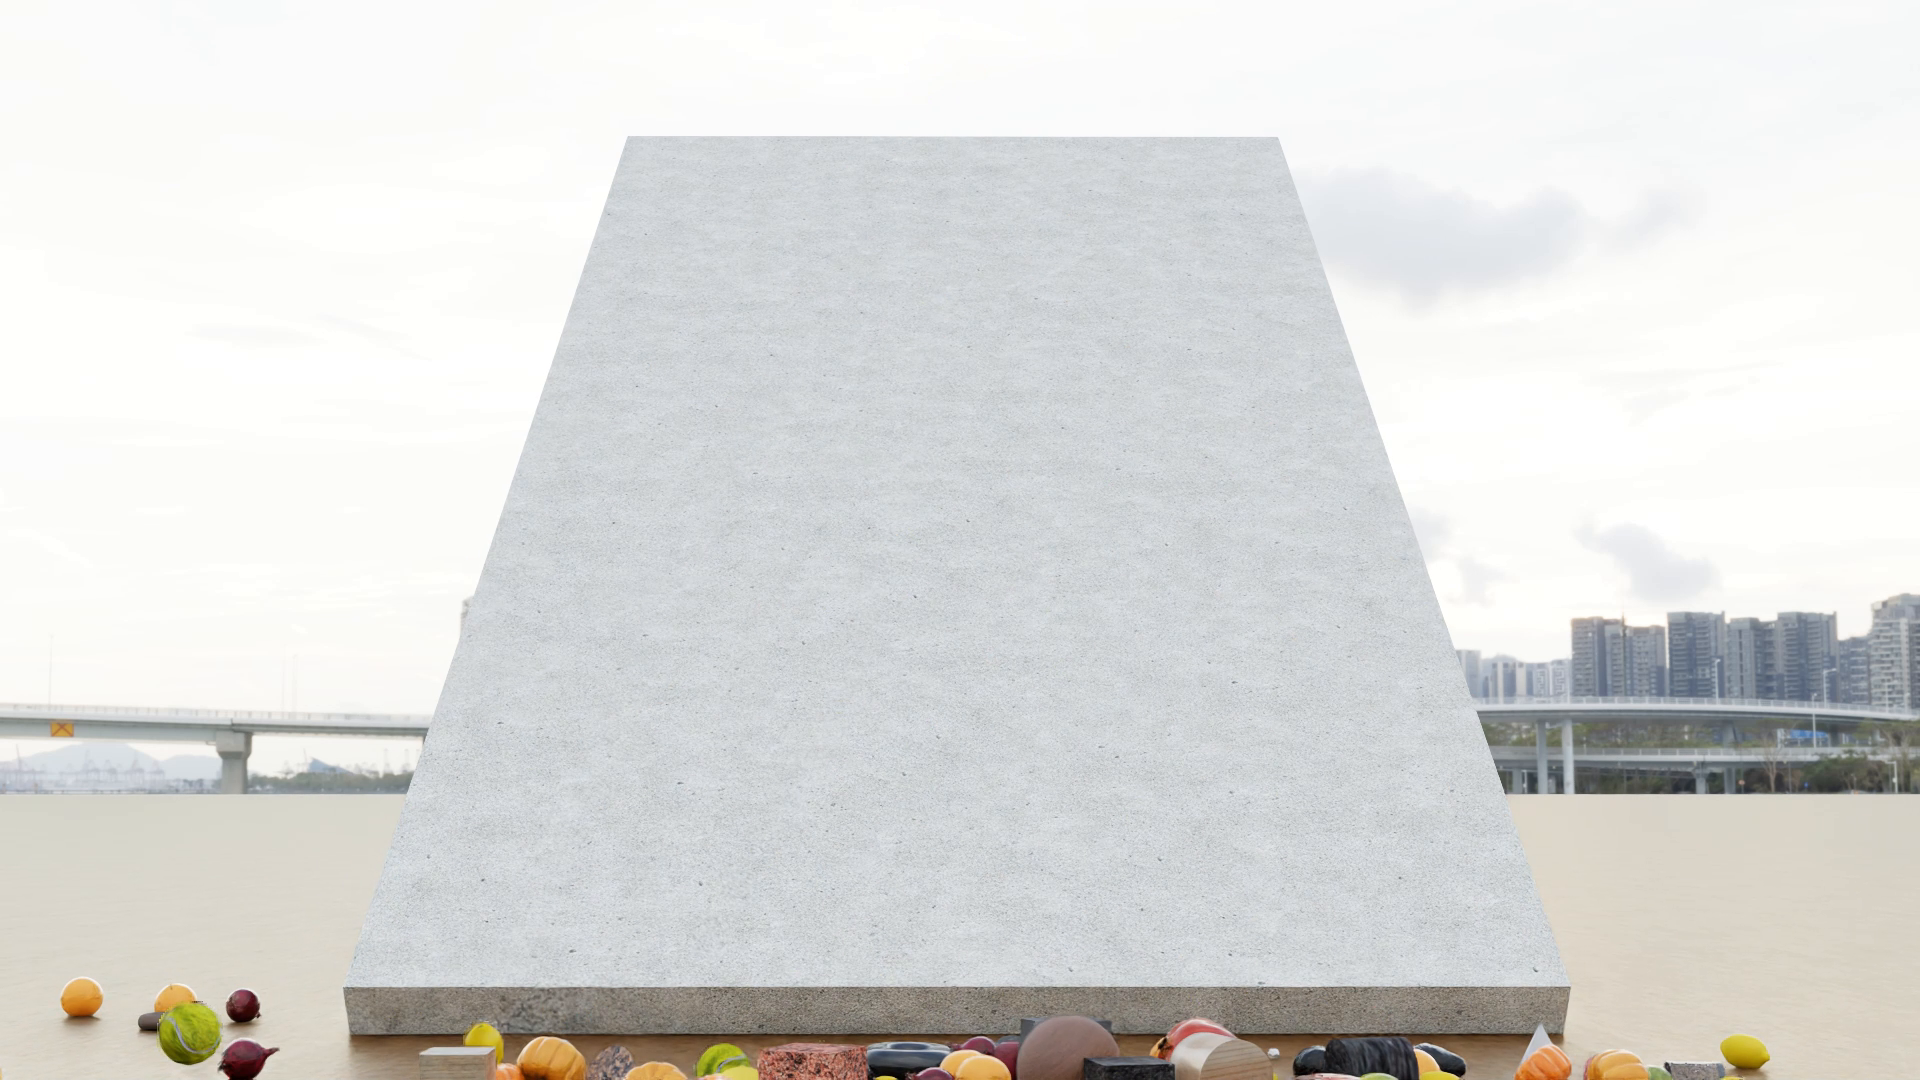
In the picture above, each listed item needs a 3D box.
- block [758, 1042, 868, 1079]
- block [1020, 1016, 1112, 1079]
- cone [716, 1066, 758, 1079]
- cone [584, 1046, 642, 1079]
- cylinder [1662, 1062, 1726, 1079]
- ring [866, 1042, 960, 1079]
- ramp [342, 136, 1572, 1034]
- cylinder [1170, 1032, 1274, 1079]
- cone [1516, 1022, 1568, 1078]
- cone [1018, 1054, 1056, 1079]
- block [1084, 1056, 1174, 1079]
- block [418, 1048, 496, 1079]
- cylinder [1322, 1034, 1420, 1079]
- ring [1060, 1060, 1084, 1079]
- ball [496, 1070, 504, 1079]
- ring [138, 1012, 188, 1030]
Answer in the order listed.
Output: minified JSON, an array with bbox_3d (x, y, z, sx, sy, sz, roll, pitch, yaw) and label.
[{"bbox_3d":[-0.174,0.651,2.854,0.096,0.096,0.096,-3,-6,23],"label":"block"},{"bbox_3d":[0.145,0.697,3.272,0.089,0.089,0.089,4,-7,-32],"label":"block"},{"bbox_3d":[-0.256,0.686,2.900,0.080,0.080,0.080,-1,-33,13],"label":"cone"},{"bbox_3d":[-0.422,0.703,3.076,0.085,0.085,0.085,-5,-34,39],"label":"cone"},{"bbox_3d":[0.911,0.680,2.986,0.065,0.065,0.065,0,-6,4],"label":"cylinder"},{"bbox_3d":[-0.071,0.725,3.339,0.143,0.048,0.143,1,-5,0],"label":"ring"},{"bbox_3d":[-0.013,-0.214,5.685,2.000,0.100,4.000,0,29,0],"label":"ramp"},{"bbox_3d":[0.320,0.661,2.965,0.099,0.099,0.099,2,-6,-18],"label":"cylinder"},{"bbox_3d":[0.821,0.718,3.401,0.075,0.075,0.075,0,-6,0],"label":"cone"},{"bbox_3d":[0.082,0.706,3.078,0.071,0.071,0.071,-29,-13,12],"label":"cone"},{"bbox_3d":[0.198,0.653,2.819,0.085,0.085,0.085,1,-6,-13],"label":"block"},{"bbox_3d":[-0.618,0.670,2.964,0.081,0.081,0.081,0,-6,-2],"label":"block"},{"bbox_3d":[0.516,0.672,3.028,0.090,0.090,0.090,-2,-5,-18],"label":"cylinder"},{"bbox_3d":[0.199,0.708,3.155,0.137,0.046,0.137,0,-7,0],"label":"ring"},{"bbox_3d":[-0.628,0.717,3.093,0.095,0.095,0.095,0,-6,0],"label":"ball"},{"bbox_3d":[-1.341,0.809,4.051,0.081,0.027,0.081,-1,-6,0],"label":"ring"}]
